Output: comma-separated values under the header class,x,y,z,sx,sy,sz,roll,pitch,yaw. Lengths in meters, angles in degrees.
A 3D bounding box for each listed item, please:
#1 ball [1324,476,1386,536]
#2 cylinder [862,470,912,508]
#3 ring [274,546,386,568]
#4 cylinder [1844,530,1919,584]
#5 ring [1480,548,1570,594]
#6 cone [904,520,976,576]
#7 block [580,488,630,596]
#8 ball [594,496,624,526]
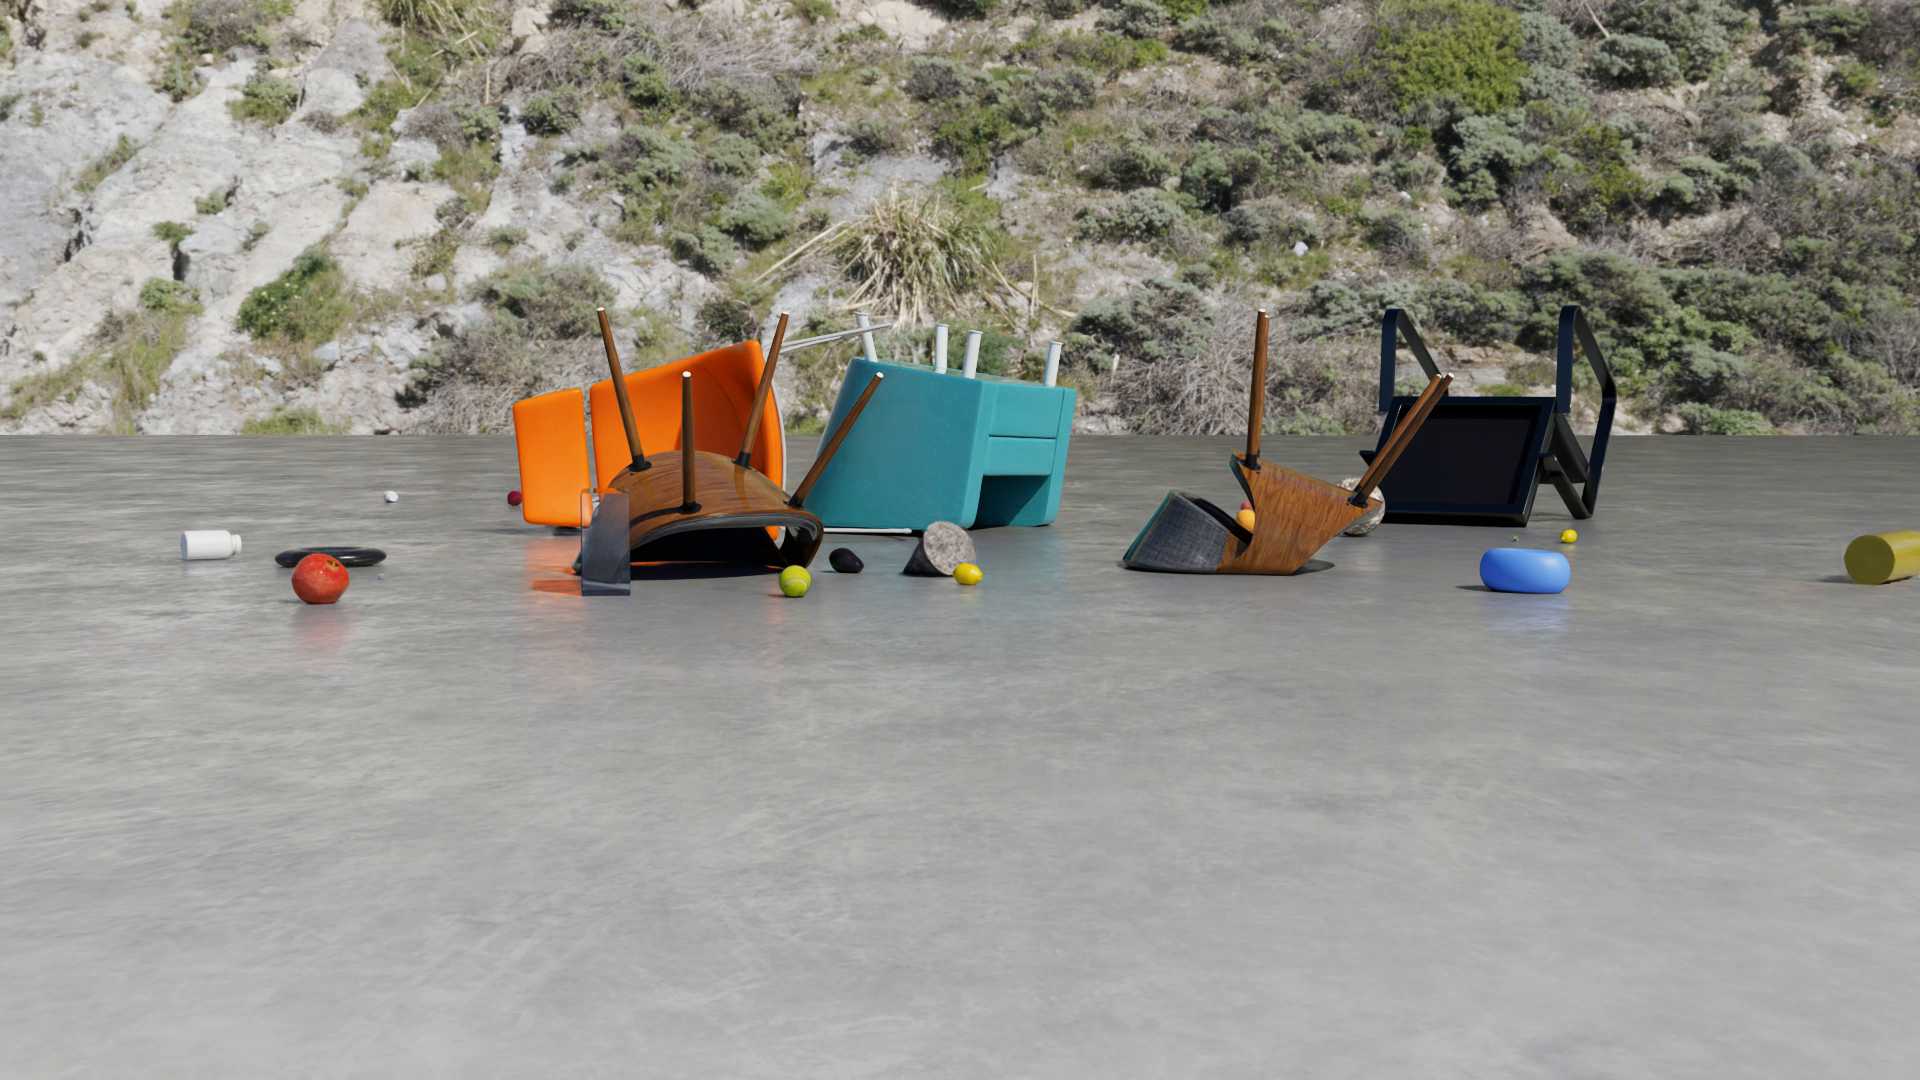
class,x,y,z,sx,sy,sz,roll,pitch,yaw
ball,1.205,-0.102,6.711,0.182,0.182,0.182,0,4,0
cylinder,-0.275,-0.195,8.372,0.147,0.129,0.136,51,27,20
ring,-1.602,0.044,5.598,0.276,0.043,0.201,-1,5,-12
cylinder,2.167,0.039,5.137,0.113,0.116,0.256,-14,-6,40
ring,1.255,0.069,4.889,0.153,0.092,0.210,-1,5,-43
cone,-0.083,0.050,5.341,0.165,0.143,0.186,-27,-14,37
block,-0.787,0.002,4.882,0.105,0.224,0.236,-1,4,-9
ball,-1.161,-0.099,7.263,0.099,0.099,0.099,0,4,0
